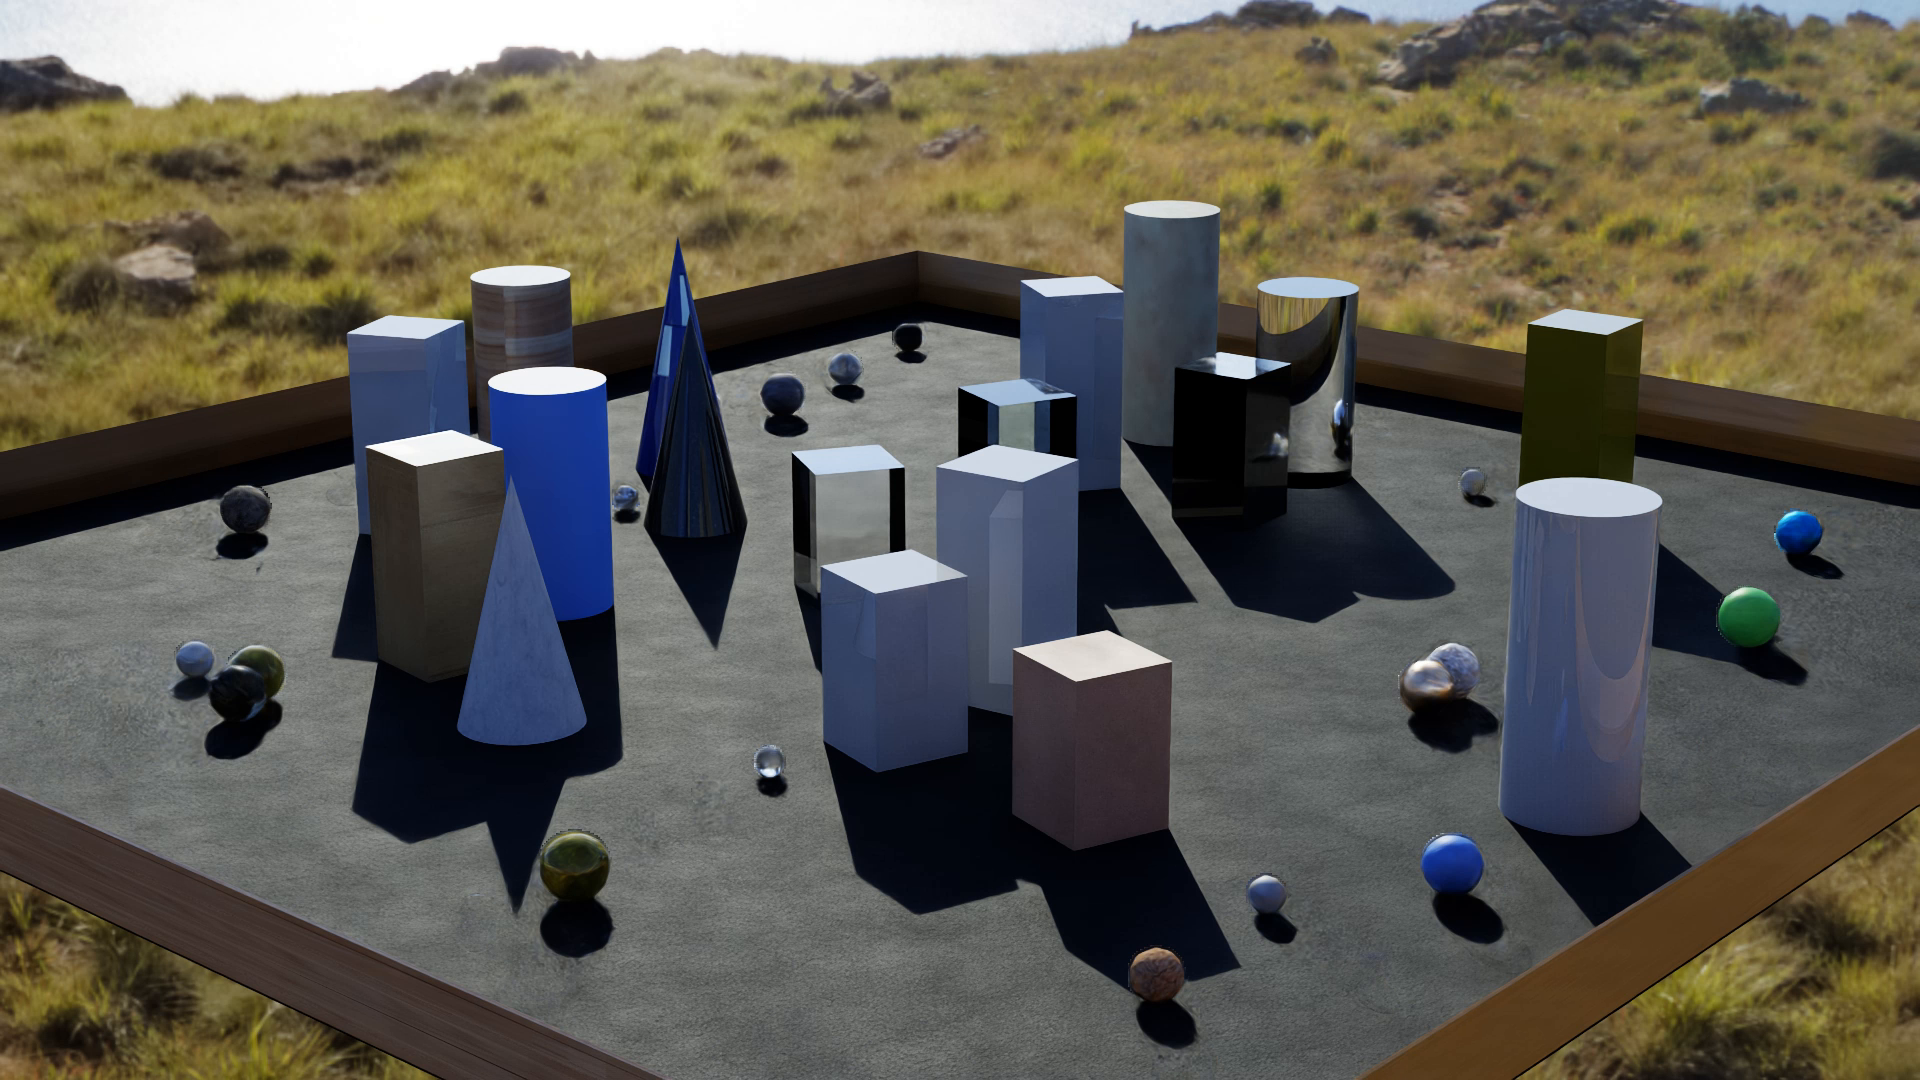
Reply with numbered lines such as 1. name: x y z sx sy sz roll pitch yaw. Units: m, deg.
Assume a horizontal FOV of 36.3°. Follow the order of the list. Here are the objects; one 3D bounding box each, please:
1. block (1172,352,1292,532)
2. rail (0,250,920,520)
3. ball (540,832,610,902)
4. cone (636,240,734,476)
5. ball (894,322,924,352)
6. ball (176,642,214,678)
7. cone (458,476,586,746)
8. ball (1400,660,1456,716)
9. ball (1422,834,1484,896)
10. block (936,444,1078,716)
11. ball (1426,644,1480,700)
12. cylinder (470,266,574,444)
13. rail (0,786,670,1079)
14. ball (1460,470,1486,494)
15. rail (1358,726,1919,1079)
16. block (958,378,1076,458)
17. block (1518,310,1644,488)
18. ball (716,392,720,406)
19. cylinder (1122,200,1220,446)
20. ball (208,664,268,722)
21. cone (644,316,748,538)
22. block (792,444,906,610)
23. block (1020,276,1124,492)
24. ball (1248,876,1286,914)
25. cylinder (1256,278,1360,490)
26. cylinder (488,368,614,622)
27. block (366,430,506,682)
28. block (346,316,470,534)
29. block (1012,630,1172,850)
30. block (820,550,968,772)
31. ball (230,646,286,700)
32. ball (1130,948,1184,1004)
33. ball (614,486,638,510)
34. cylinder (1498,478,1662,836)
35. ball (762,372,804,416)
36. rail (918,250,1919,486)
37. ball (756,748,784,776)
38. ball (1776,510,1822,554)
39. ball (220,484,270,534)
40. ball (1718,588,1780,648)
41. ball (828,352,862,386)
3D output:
1. block: 0.515 -0.188 5.568 0.159 0.294 0.159 12 21 35
2. rail: -1.254 -0.282 6.162 0.045 0.129 3.551 14 22 39
3. ball: -0.507 0.431 3.863 0.093 0.093 0.093 0 17 0
4. cone: -0.560 -0.377 5.884 0.199 0.474 0.199 0 17 0
5. ball: -0.122 -0.480 6.928 0.068 0.068 0.068 0 17 0
6. ball: -1.230 0.192 4.714 0.059 0.059 0.059 0 17 0
7. cone: -0.675 0.092 4.464 0.199 0.396 0.199 0 17 0
8. ball: 0.724 0.229 4.544 0.086 0.086 0.086 0 17 0
9. ball: 0.652 0.431 3.883 0.081 0.081 0.081 0 17 0
10. block: 0.074 0.062 4.590 0.159 0.379 0.159 11 20 33
11. ball: 0.774 0.207 4.612 0.089 0.089 0.089 0 17 0
12. cylinder: -0.882 -0.347 5.942 0.199 0.384 0.199 0 17 0
13. rail: -1.148 0.414 3.853 3.369 0.129 0.045 14 22 39
14. ball: 1.006 -0.114 5.746 0.049 0.049 0.049 0 17 0
15. rail: 1.254 0.346 4.077 0.045 0.129 3.551 14 22 39
16. block: 0.104 -0.127 5.359 0.159 0.297 0.159 -8 19 -26
17. block: 1.165 -0.221 5.516 0.159 0.388 0.159 12 21 35
18. ball: -0.553 -0.297 6.318 0.071 0.071 0.071 0 17 0
19. cylinder: 0.438 -0.453 6.127 0.199 0.480 0.199 0 17 0
20. ball: -1.113 0.236 4.518 0.088 0.088 0.088 0 17 0
21. cone: -0.502 -0.229 5.506 0.199 0.409 0.199 0 17 0
22. block: -0.194 -0.024 5.113 0.159 0.242 0.159 -5 18 -17
23. block: 0.218 -0.308 5.791 0.159 0.394 0.159 -5 17 -16
24. ball: 0.401 0.464 3.828 0.050 0.050 0.050 0 17 0
25. cylinder: 0.686 -0.313 5.827 0.199 0.384 0.199 0 17 0
26. cylinder: -0.700 -0.080 5.032 0.199 0.397 0.199 0 17 0
27. block: -0.842 0.025 4.749 0.159 0.360 0.159 -14 22 -38
28. block: -1.026 -0.211 5.489 0.159 0.384 0.159 5 18 17
29. block: 0.183 0.278 4.102 0.159 0.247 0.159 -10 19 -30
30. block: -0.098 0.179 4.382 0.159 0.277 0.159 -10 20 -31
31. ball: -1.105 0.210 4.606 0.089 0.089 0.089 0 17 0
32. ball: 0.240 0.531 3.575 0.067 0.067 0.067 0 17 0
33. ball: -0.642 -0.081 5.641 0.048 0.048 0.048 0 17 0
34. cylinder: 0.868 0.162 4.114 0.199 0.463 0.199 0 17 0
35. ball: -0.383 -0.315 6.335 0.095 0.095 0.095 0 17 0
36. rail: 1.148 -0.349 6.386 3.369 0.129 0.045 14 22 39
37. ball: -0.279 0.326 4.298 0.043 0.043 0.043 0 17 0
38. ball: 1.533 -0.013 5.358 0.080 0.080 0.080 0 17 0
39. ball: -1.339 -0.058 5.489 0.090 0.090 0.090 0 17 0
40. ball: 1.307 0.128 4.857 0.099 0.099 0.099 0 17 0
41. ball: -0.258 -0.386 6.605 0.075 0.075 0.075 0 17 0
